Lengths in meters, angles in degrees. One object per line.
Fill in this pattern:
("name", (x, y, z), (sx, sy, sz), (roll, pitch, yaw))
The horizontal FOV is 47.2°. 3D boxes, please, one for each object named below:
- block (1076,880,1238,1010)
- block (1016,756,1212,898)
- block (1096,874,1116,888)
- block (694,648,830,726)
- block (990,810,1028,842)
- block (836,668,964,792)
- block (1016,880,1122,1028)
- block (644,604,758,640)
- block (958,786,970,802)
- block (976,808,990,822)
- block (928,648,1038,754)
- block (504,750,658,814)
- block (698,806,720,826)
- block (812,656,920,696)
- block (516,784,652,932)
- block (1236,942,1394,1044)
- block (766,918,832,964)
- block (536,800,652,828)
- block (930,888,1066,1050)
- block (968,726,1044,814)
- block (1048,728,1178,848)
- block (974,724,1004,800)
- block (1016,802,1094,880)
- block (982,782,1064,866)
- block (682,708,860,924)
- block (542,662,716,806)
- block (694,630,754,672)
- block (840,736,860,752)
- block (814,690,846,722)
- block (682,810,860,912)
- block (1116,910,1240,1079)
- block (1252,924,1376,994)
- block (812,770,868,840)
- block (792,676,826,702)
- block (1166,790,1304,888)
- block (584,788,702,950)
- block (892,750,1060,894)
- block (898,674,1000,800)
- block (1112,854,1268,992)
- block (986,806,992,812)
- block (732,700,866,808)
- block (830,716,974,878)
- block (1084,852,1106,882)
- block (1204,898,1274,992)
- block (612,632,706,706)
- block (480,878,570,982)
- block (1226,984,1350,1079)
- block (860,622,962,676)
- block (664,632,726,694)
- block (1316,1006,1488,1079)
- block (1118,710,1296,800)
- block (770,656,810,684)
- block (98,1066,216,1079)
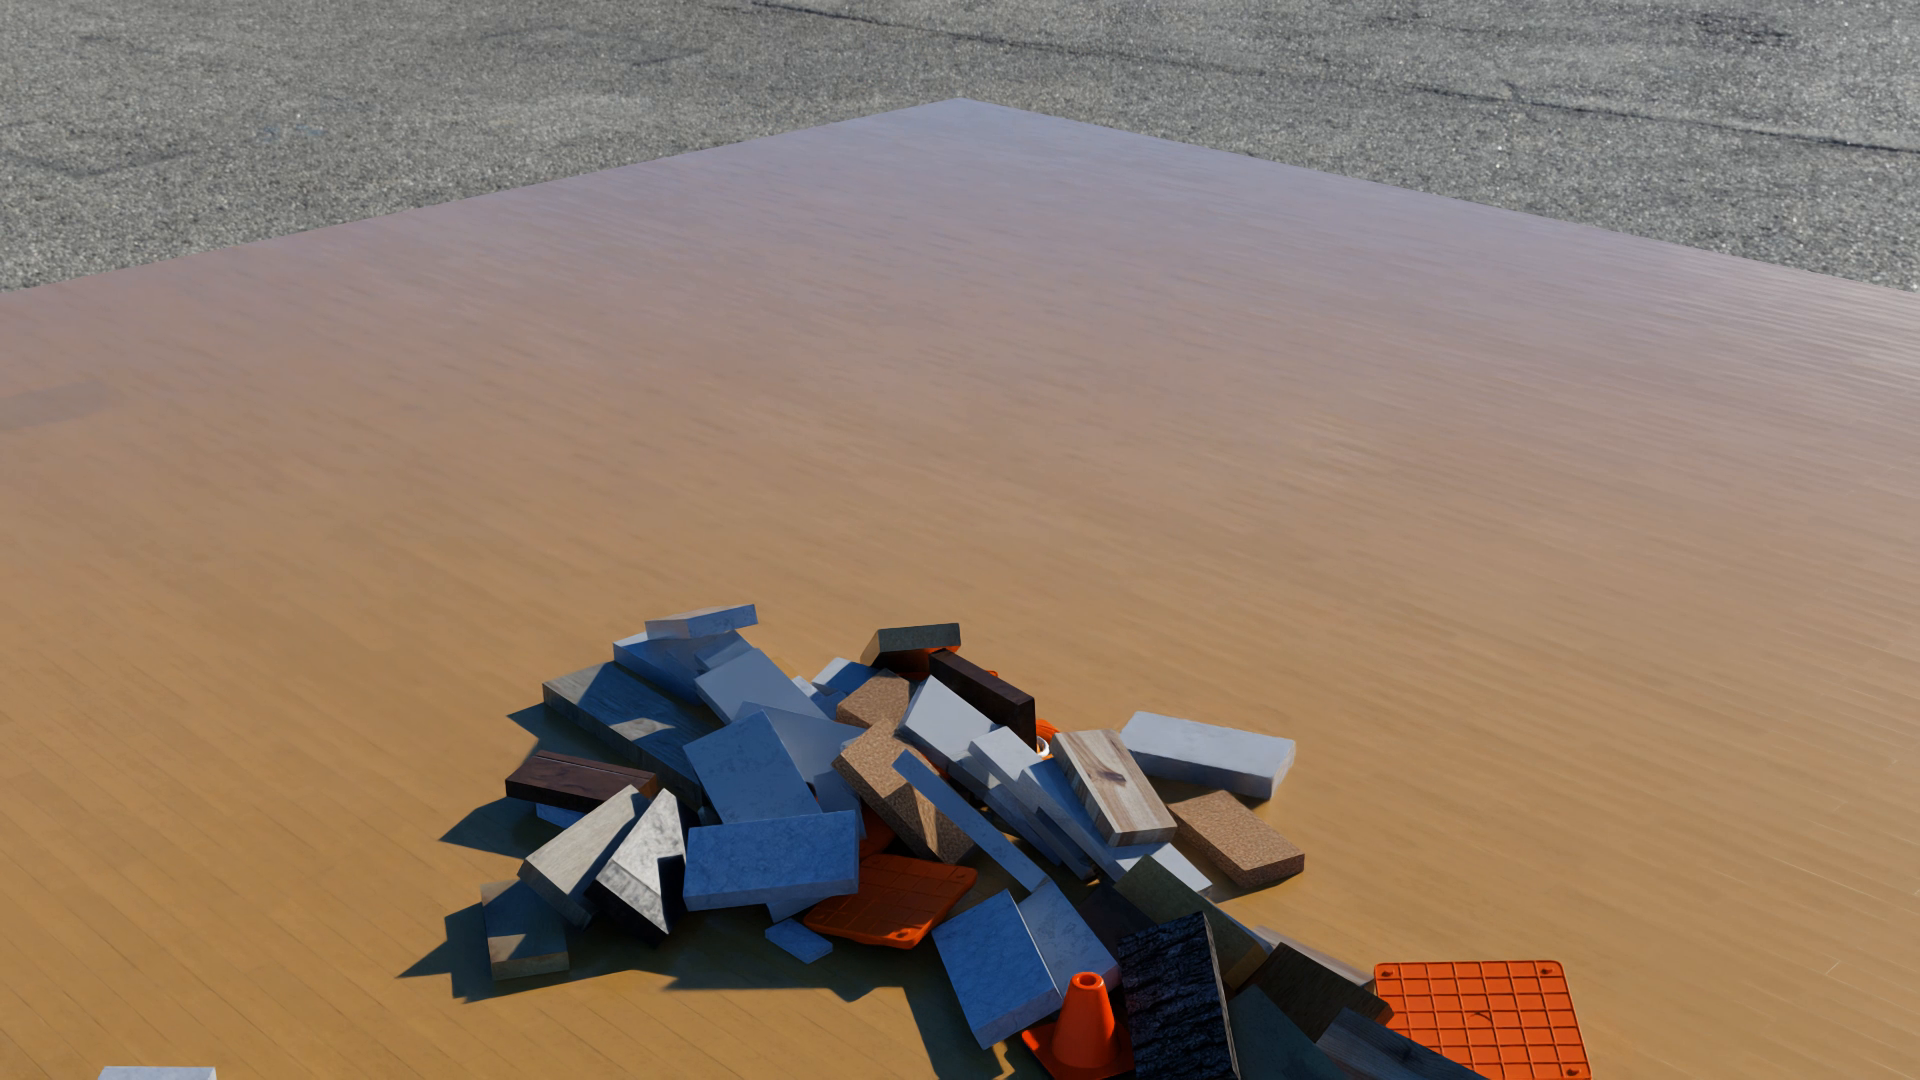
("block", (0.316, 0.747, 3.853), (0.145, 0.041, 0.377), (-44, 36, -9))
("block", (0.293, 0.561, 4.209), (0.139, 0.039, 0.404), (-16, 47, -41))
("block", (0.309, 0.658, 4.157), (0.091, 0.013, 0.045), (13, 38, 25))
("block", (-0.409, 0.354, 4.608), (0.158, 0.045, 0.360), (-26, 35, -20))
("block", (0.120, 0.566, 4.341), (0.122, 0.017, 0.061), (22, 22, -9))
("block", (-0.084, 0.393, 4.562), (0.316, 0.045, 0.158), (29, 43, 25))
("block", (0.170, 0.730, 3.902), (0.145, 0.041, 0.290), (-36, 30, -5))
("block", (-0.590, 0.187, 4.986), (0.160, 0.045, 0.319), (-12, 2, -25))
("block", (-0.080, 0.453, 4.553), (0.127, 0.036, 0.254), (-7, 41, -18))
("block", (0.033, 0.564, 4.410), (0.122, 0.017, 0.061), (14, 27, 29))
("block", (0.047, 0.351, 4.618), (0.043, 0.151, 0.302), (-21, 31, -32))
("block", (-0.766, 0.495, 4.446), (0.271, 0.038, 0.135), (9, 25, 20))
("block", (-0.452, 0.563, 4.278), (0.120, 0.017, 0.060), (30, 17, -31))
("block", (-0.183, 0.330, 4.785), (0.254, 0.036, 0.127), (15, 28, 18))
("block", (-0.670, 0.600, 4.176), (0.167, 0.047, 0.333), (38, 32, 11))
("block", (0.606, 0.794, 3.762), (0.124, 0.035, 0.248), (-45, 40, -18))
("block", (-0.295, 0.731, 4.015), (0.060, 0.017, 0.120), (-21, 30, -40))
("block", (-0.705, 0.551, 4.413), (0.271, 0.038, 0.135), (16, 28, 33))
("block", (0.062, 0.748, 3.858), (0.159, 0.045, 0.319), (-28, 26, -2))
("block", (0.119, 0.453, 4.340), (0.101, 0.029, 0.202), (-17, 48, -42))
("block", (0.294, 0.477, 4.258), (0.139, 0.039, 0.278), (-2, 39, -28))
("block", (0.061, 0.451, 4.475), (0.076, 0.022, 0.168), (11, 56, -25))
("block", (0.211, 0.569, 4.281), (0.101, 0.029, 0.202), (-16, 50, -41))
("block", (0.153, 0.549, 4.328), (0.202, 0.029, 0.101), (40, 39, 21))
("block", (-0.368, 0.524, 4.229), (0.176, 0.050, 0.459), (-24, 45, -12))
("block", (-0.664, 0.410, 4.734), (0.167, 0.047, 0.619), (-19, 29, -37))
("block", (-0.477, 0.284, 4.799), (0.108, 0.030, 0.215), (-31, 46, -24))
("block", (-0.167, 0.455, 4.323), (0.076, 0.022, 0.152), (-19, 68, -34))
("block", (-0.219, 0.424, 4.614), (0.127, 0.036, 0.254), (-21, 50, -41))
("block", (-0.348, 0.595, 4.084), (0.319, 0.045, 0.159), (-7, 44, 5))
("block", (0.362, 0.785, 3.676), (0.159, 0.045, 0.350), (-21, 35, 11))
("block", (0.596, 0.768, 3.905), (0.248, 0.035, 0.124), (20, 30, 39))
("block", (-0.233, 0.519, 4.273), (0.076, 0.022, 0.152), (-16, 57, 0))
("block", (-0.303, 0.386, 4.694), (0.215, 0.030, 0.108), (37, 42, 19))
("block", (0.539, 0.586, 4.329), (0.139, 0.039, 0.278), (-11, 26, -25))
("block", (-0.565, 0.613, 4.133), (0.167, 0.047, 0.333), (38, 28, -3))
("block", (0.030, 0.539, 4.141), (0.362, 0.043, 0.151), (40, -4, 21))
("block", (0.018, 0.414, 4.418), (0.290, 0.041, 0.145), (38, 45, -10))
("block", (0.379, 0.707, 3.920), (0.169, 0.048, 0.338), (-44, 36, -9))
("block", (0.122, 0.553, 4.434), (0.122, 0.017, 0.061), (15, 27, 31))
("block", (-0.317, 0.428, 4.404), (0.316, 0.045, 0.158), (12, 48, 16))
("block", (-0.095, 0.498, 4.282), (0.302, 0.043, 0.151), (46, 43, 5))
("block", (0.270, 0.615, 4.211), (0.045, 0.091, 0.013), (-22, -9, -41))
("block", (0.438, 0.720, 3.938), (0.124, 0.035, 0.248), (-45, 39, -12))
("block", (-0.636, 0.283, 5.036), (0.160, 0.045, 0.320), (-20, 30, -39))
("block", (-0.802, 0.709, 4.041), (0.135, 0.038, 0.271), (-6, 24, -14))
("block", (0.505, 0.871, 3.559), (0.169, 0.048, 0.338), (-33, 31, -10))
("block", (-0.113, 0.247, 4.866), (0.176, 0.050, 0.352), (-4, -12, -10))
("block", (-0.493, 0.316, 4.871), (0.160, 0.045, 0.319), (-21, 43, -41))
("block", (0.803, 0.927, 3.429), (0.602, 0.048, 0.169), (21, 56, 41))
("block", (0.511, 0.451, 4.635), (0.352, 0.050, 0.176), (9, 25, 21))
("block", (-0.378, 0.335, 4.801), (0.108, 0.030, 0.215), (-18, 41, -37))
("block", (-1.325, 0.902, 3.603), (0.183, 0.026, 0.091), (0, 23, 1))
